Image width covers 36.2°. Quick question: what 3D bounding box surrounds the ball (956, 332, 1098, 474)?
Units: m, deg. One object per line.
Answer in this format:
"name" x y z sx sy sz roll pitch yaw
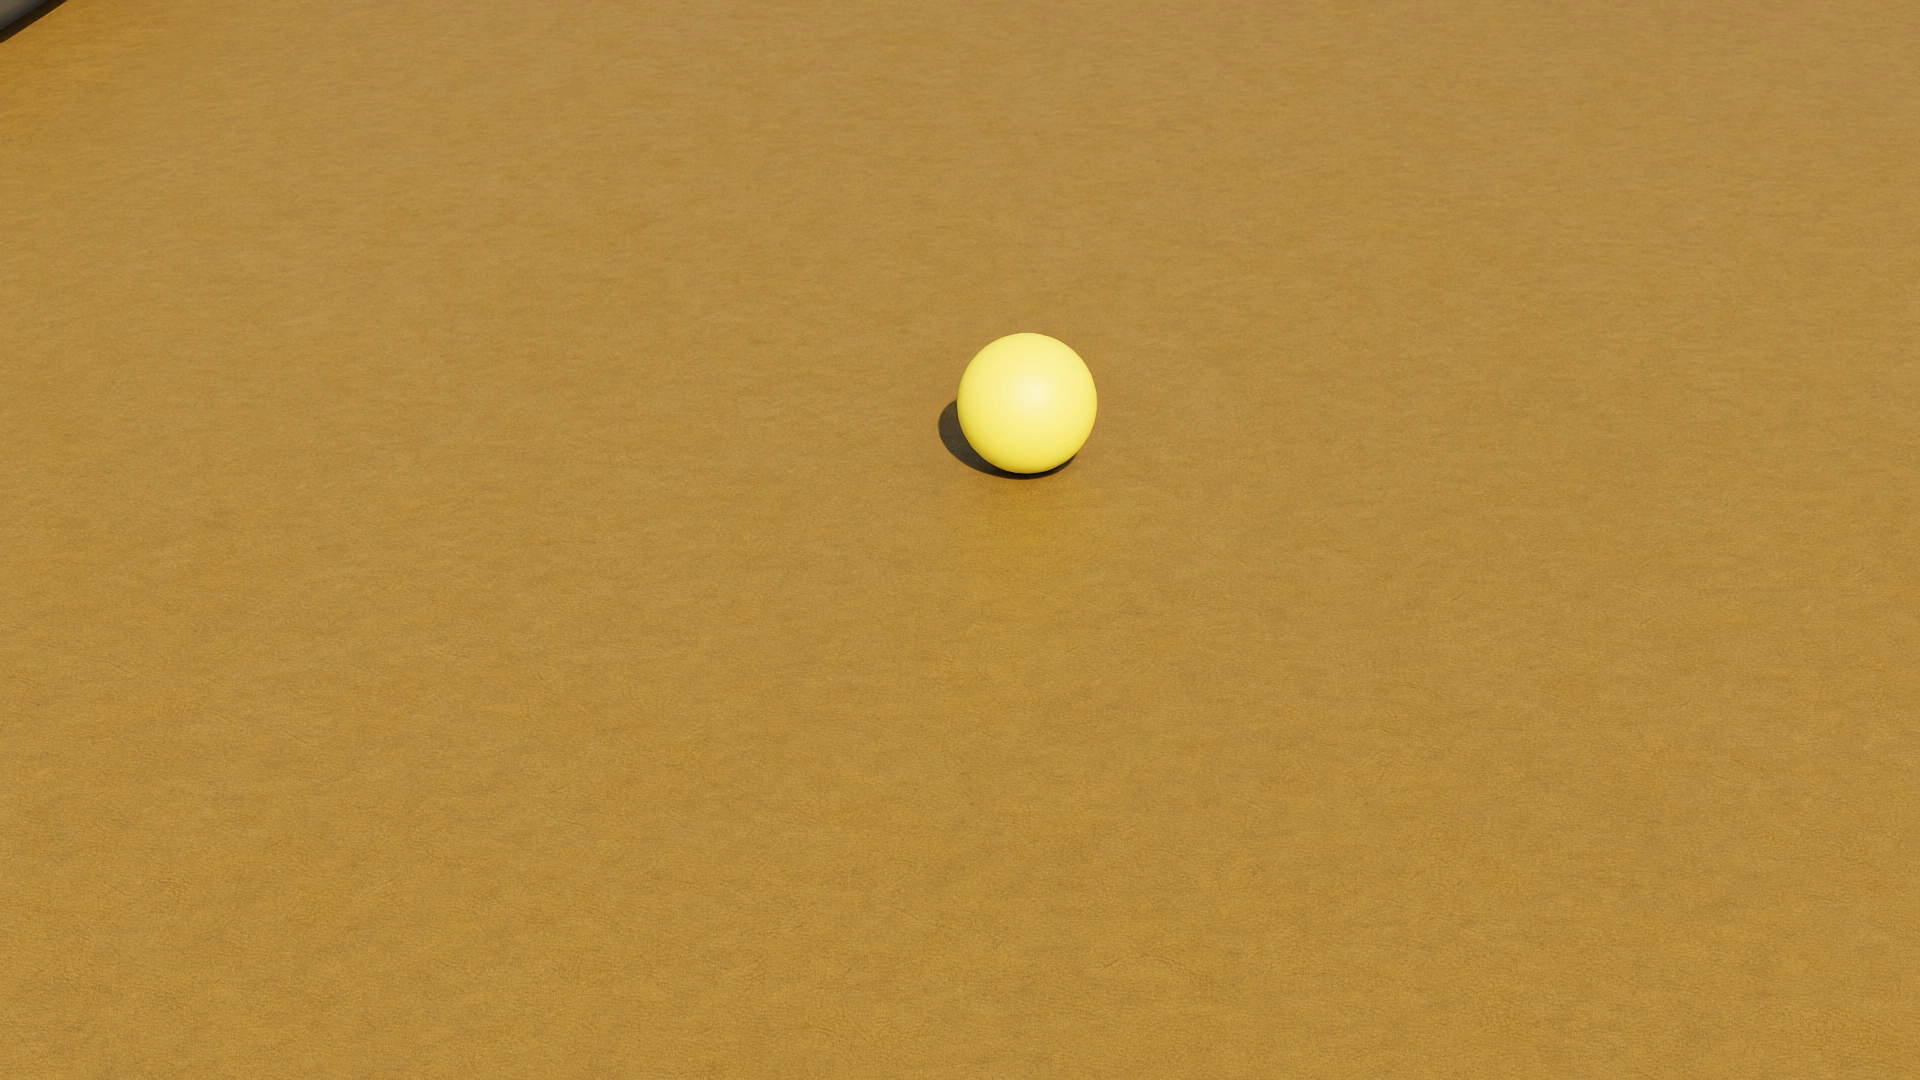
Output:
"ball" 0.041 -0.084 1.807 0.087 0.087 0.087 0 29 0

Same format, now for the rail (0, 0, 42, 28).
"rail" -0.766 -0.571 2.655 0.045 0.112 3.736 7 30 12
